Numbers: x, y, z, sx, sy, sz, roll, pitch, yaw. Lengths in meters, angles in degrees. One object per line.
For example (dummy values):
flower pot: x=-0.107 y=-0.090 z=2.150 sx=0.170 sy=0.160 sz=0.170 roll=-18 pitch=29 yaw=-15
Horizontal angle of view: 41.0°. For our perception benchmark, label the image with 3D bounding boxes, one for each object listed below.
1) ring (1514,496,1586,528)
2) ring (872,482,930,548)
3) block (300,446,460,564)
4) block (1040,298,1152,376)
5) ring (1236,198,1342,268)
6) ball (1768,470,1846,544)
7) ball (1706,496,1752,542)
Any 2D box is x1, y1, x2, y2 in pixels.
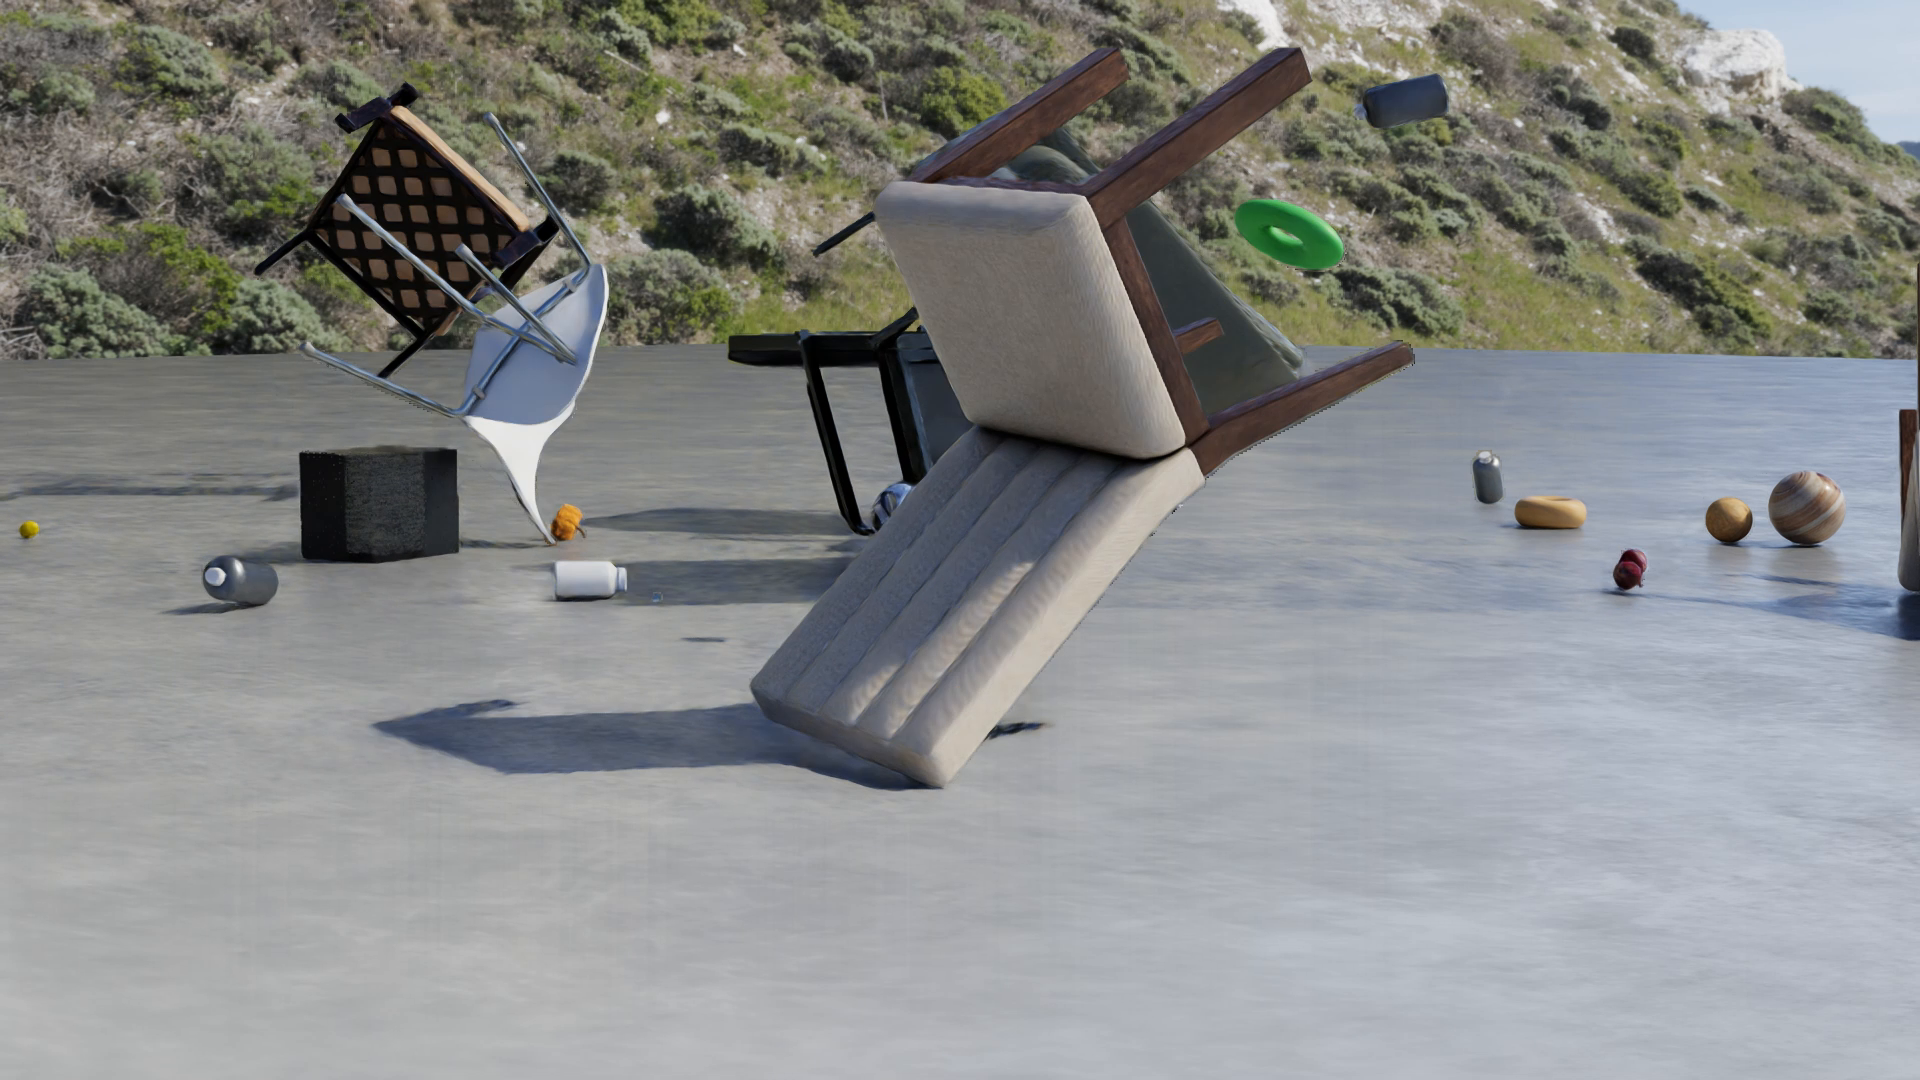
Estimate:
ring: x=1.552 y=-0.072 z=6.745 sx=0.186 sy=0.076 sz=0.161 roll=3 pitch=8 yaw=20
ring: x=-0.144 y=-0.063 z=6.280 sx=0.067 sy=0.156 sz=0.302 roll=-8 pitch=9 yaw=20
block: x=-1.367 y=-0.087 z=6.047 sx=0.224 sy=0.247 sz=0.289 roll=4 pitch=7 yaw=31
block: x=0.323 y=-0.484 z=6.108 sx=0.181 sy=0.098 sz=0.178 roll=-8 pitch=42 yaw=-48
ring: x=0.908 y=-0.847 z=7.096 sx=0.382 sy=0.213 sz=0.074 roll=24 pitch=63 yaw=43
ball: x=2.077 y=-0.079 z=6.291 sx=0.182 sy=0.182 sz=0.182 roll=0 pitch=6 yaw=0
ball: x=1.902 y=-0.050 z=6.345 sx=0.113 sy=0.113 sz=0.113 roll=0 pitch=6 yaw=0
